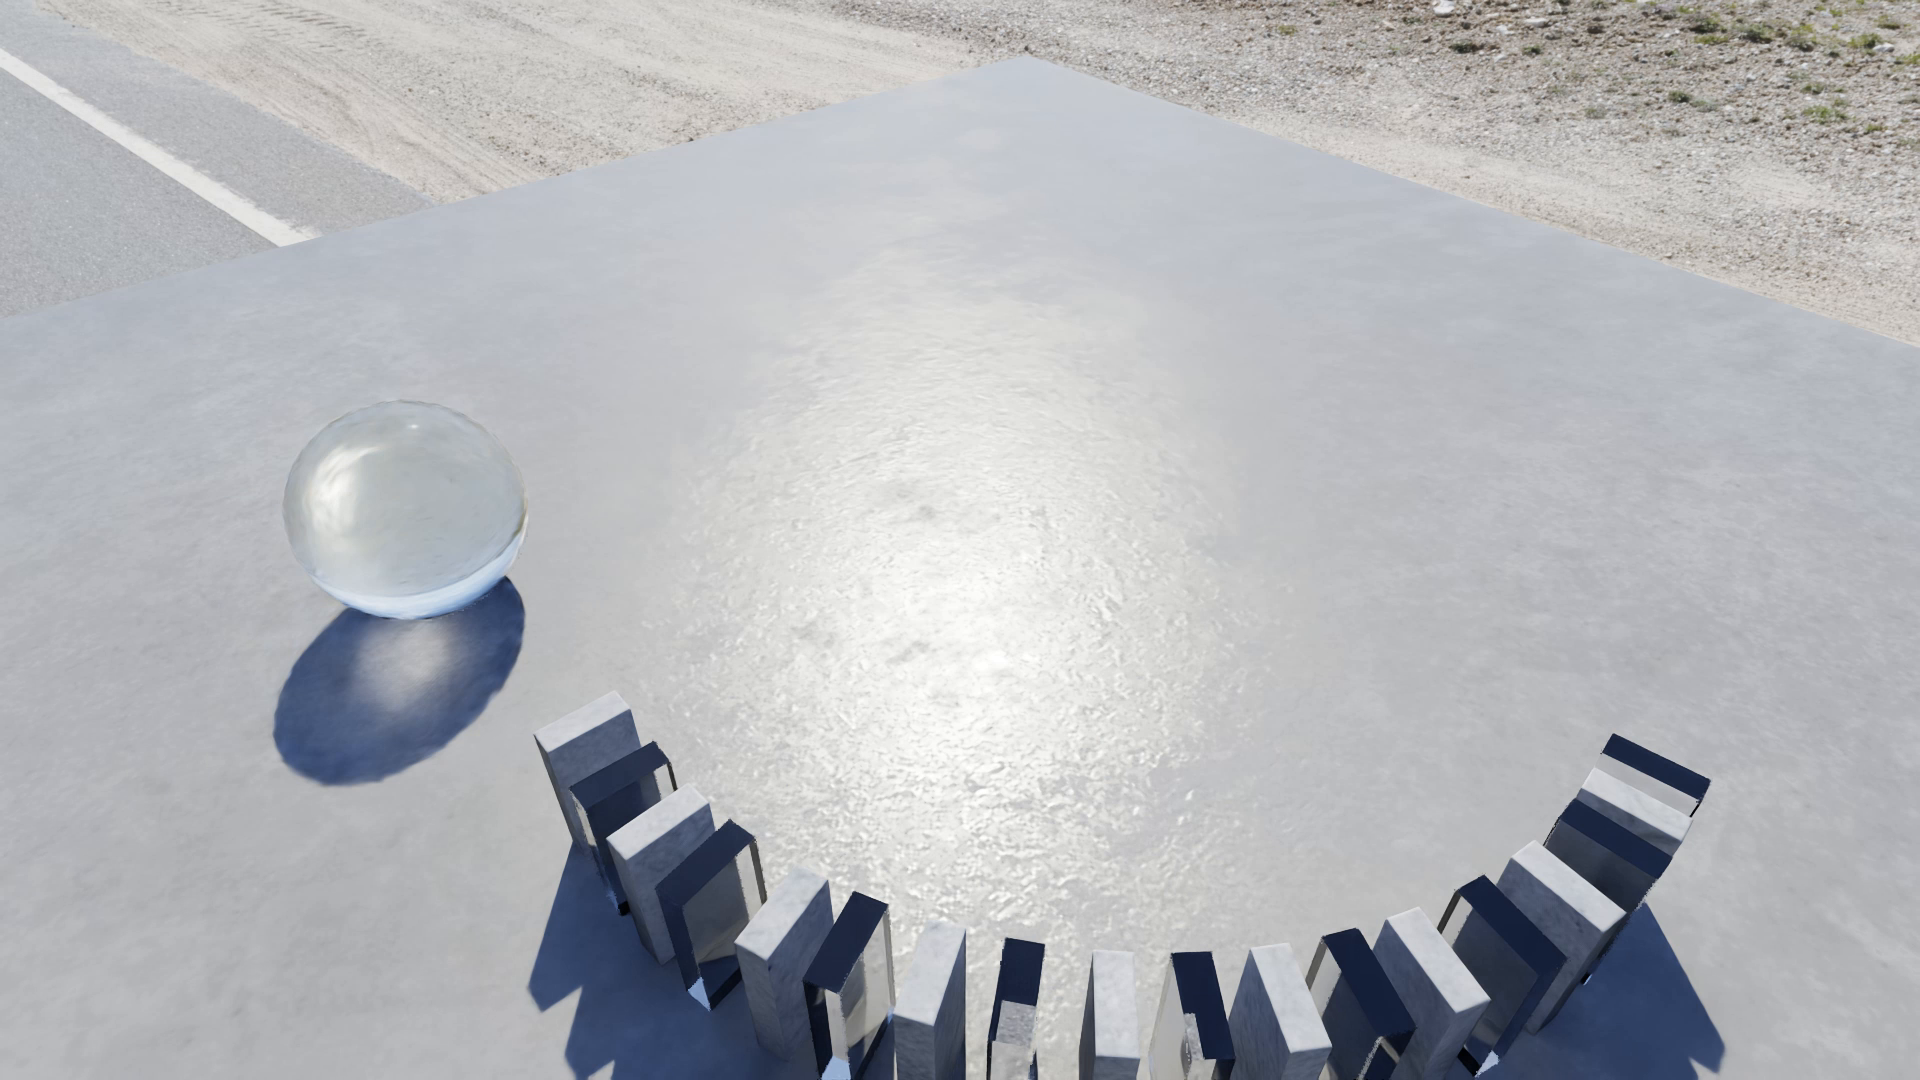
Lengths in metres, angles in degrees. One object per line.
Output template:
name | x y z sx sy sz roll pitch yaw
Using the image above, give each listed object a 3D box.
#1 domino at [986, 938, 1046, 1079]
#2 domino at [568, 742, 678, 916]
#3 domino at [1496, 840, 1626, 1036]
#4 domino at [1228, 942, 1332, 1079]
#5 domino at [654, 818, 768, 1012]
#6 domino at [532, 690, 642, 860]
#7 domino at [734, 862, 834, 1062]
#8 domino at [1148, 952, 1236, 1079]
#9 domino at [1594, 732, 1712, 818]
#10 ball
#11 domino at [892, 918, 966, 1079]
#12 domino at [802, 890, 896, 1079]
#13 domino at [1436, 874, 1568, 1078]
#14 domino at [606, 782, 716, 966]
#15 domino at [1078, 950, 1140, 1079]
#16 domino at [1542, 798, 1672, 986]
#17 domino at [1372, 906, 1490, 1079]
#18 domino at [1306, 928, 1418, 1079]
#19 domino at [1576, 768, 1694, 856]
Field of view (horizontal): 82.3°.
domino | 0.013 0.121 0.264 0.009 0.050 0.025 7 40 8
domino | -0.091 0.082 0.311 0.025 0.050 0.010 -28 47 -30
domino | 0.149 0.104 0.285 0.009 0.050 0.025 -23 44 -25
domino | 0.074 0.122 0.263 0.009 0.050 0.025 -5 40 -7
domino | -0.063 0.099 0.290 0.010 0.050 0.025 25 46 28
domino | -0.106 0.070 0.326 0.025 0.050 0.009 -28 47 -30
domino | -0.043 0.108 0.280 0.009 0.050 0.025 20 43 22
domino | 0.054 0.123 0.261 0.010 0.050 0.025 -1 39 -2
domino | 0.188 0.081 0.313 0.025 0.050 0.010 29 47 31
ball | -0.200 -0.011 0.401 0.080 0.080 0.080 0 39 0
domino | -0.007 0.118 0.268 0.009 0.050 0.025 11 41 13
domino | -0.027 0.113 0.273 0.010 0.050 0.025 16 42 18
domino | 0.131 0.110 0.277 0.010 0.050 0.025 -18 43 -21
domino | -0.078 0.092 0.300 0.009 0.050 0.025 32 49 33
domino | 0.035 0.123 0.262 0.009 0.050 0.025 2 39 3
domino | 0.167 0.095 0.295 0.010 0.050 0.025 -30 48 -32
domino | 0.110 0.116 0.270 0.009 0.050 0.025 -13 41 -15
domino | 0.093 0.119 0.266 0.009 0.050 0.025 -9 40 -11
domino | 0.177 0.088 0.304 0.025 0.050 0.009 31 48 32
